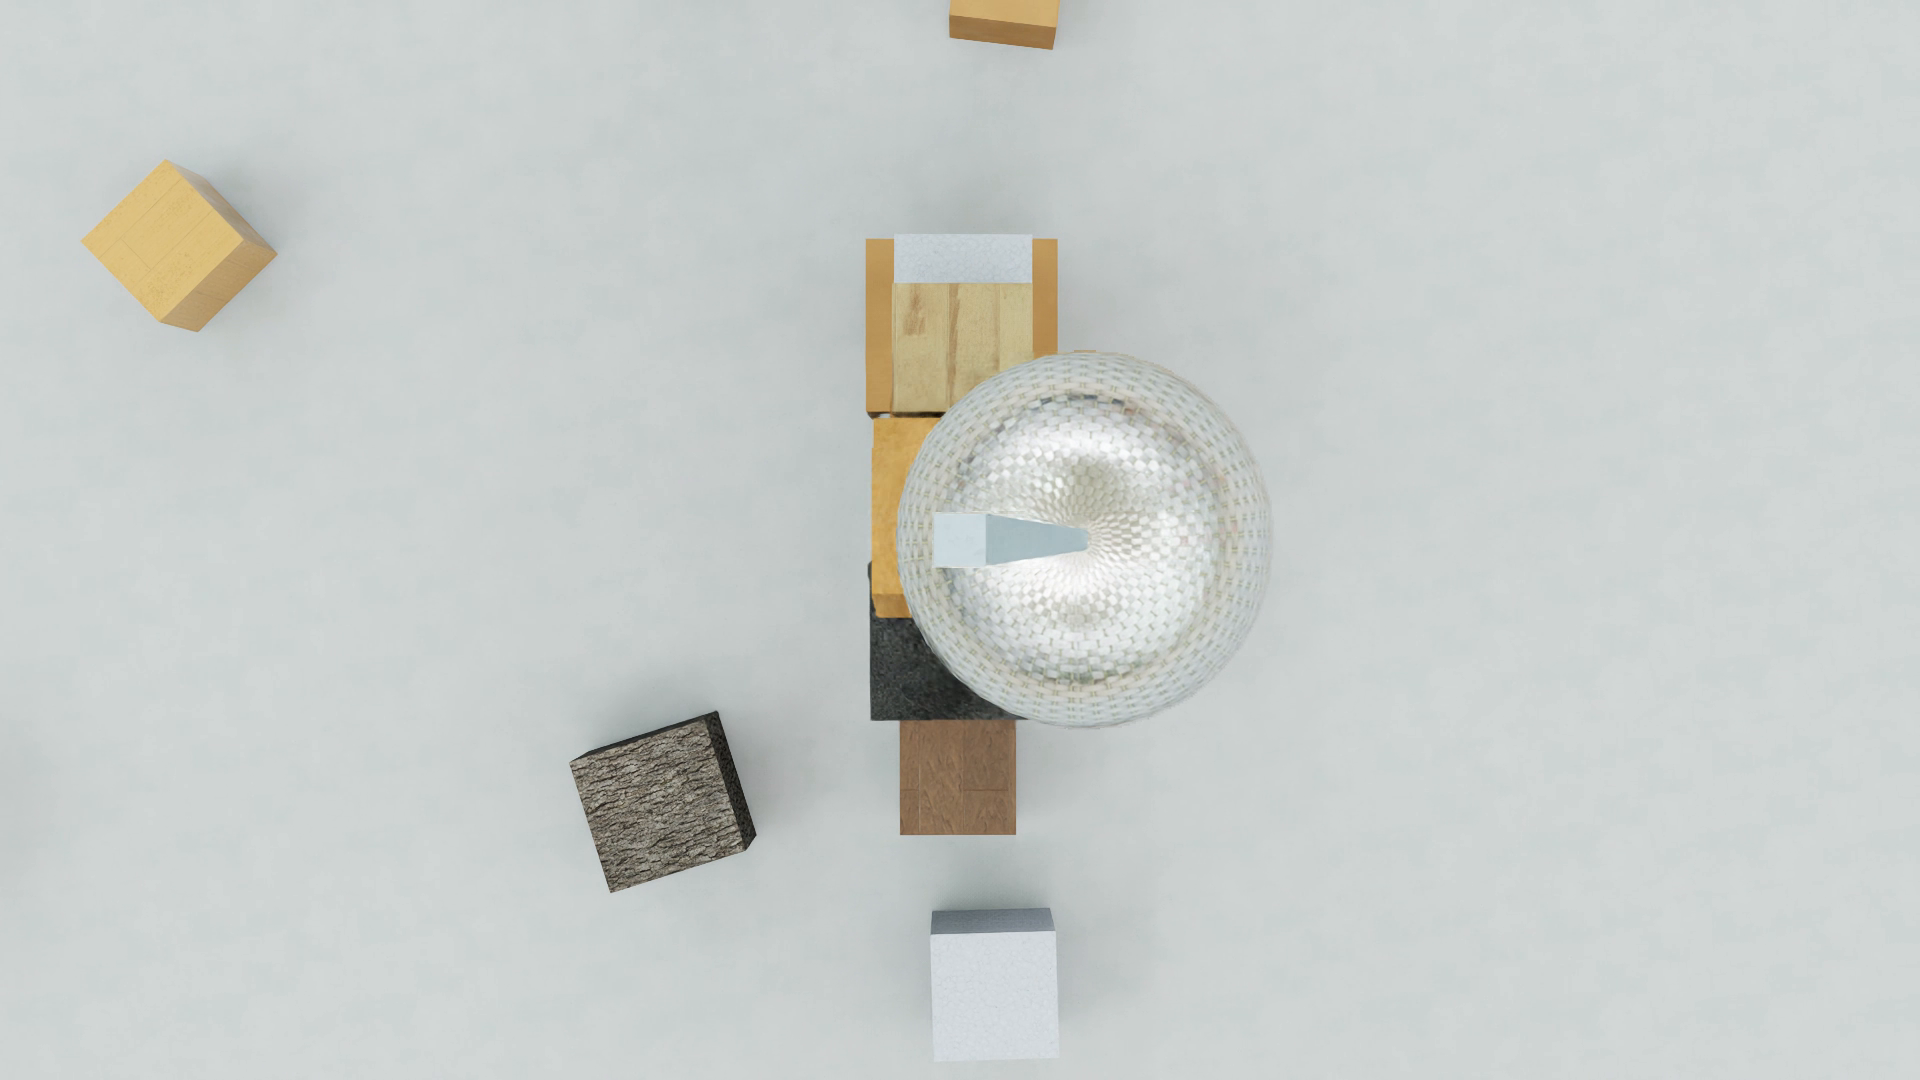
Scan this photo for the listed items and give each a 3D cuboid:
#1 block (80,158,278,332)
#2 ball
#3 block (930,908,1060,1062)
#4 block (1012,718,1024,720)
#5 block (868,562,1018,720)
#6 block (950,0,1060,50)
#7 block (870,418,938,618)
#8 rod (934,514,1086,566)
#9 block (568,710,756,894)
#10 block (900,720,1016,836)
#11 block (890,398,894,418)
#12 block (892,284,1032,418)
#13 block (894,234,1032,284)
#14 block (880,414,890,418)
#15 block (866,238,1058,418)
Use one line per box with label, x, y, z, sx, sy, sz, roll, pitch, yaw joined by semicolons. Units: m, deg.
block;-4.491;-1.686;12.689;0.667;0.622;0.636;-44;90;0
ball;0.523;0.000;9.350;1.600;1.600;1.600;0;90;0
block;0.193;2.536;12.610;0.697;0.779;0.704;-2;90;0
block;0.002;0.582;12.511;0.845;0.977;0.796;0;90;0
block;-0.036;0.510;11.576;0.845;0.893;0.799;-1;90;0
block;0.280;-3.254;12.714;0.613;0.571;0.647;7;90;0
block;-0.031;-0.094;10.790;0.772;0.744;0.847;0;79;0
rod;0.227;0.000;5.963;0.080;5.200;0.080;0;90;5
block;-1.698;1.496;12.667;0.797;0.667;0.772;-18;90;0
block;-0.012;1.316;12.654;0.652;0.691;0.670;0;90;0
block;0.018;-0.349;11.662;0.751;0.843;0.799;0;93;0
block;0.011;-0.930;10.904;0.680;0.570;0.623;0;90;0
block;0.015;-1.163;11.627;0.703;0.876;0.786;0;90;0
block;0.018;-0.267;12.552;0.926;0.896;0.864;0;90;0
block;0.009;-1.181;12.532;1.053;0.935;0.943;0;90;0
